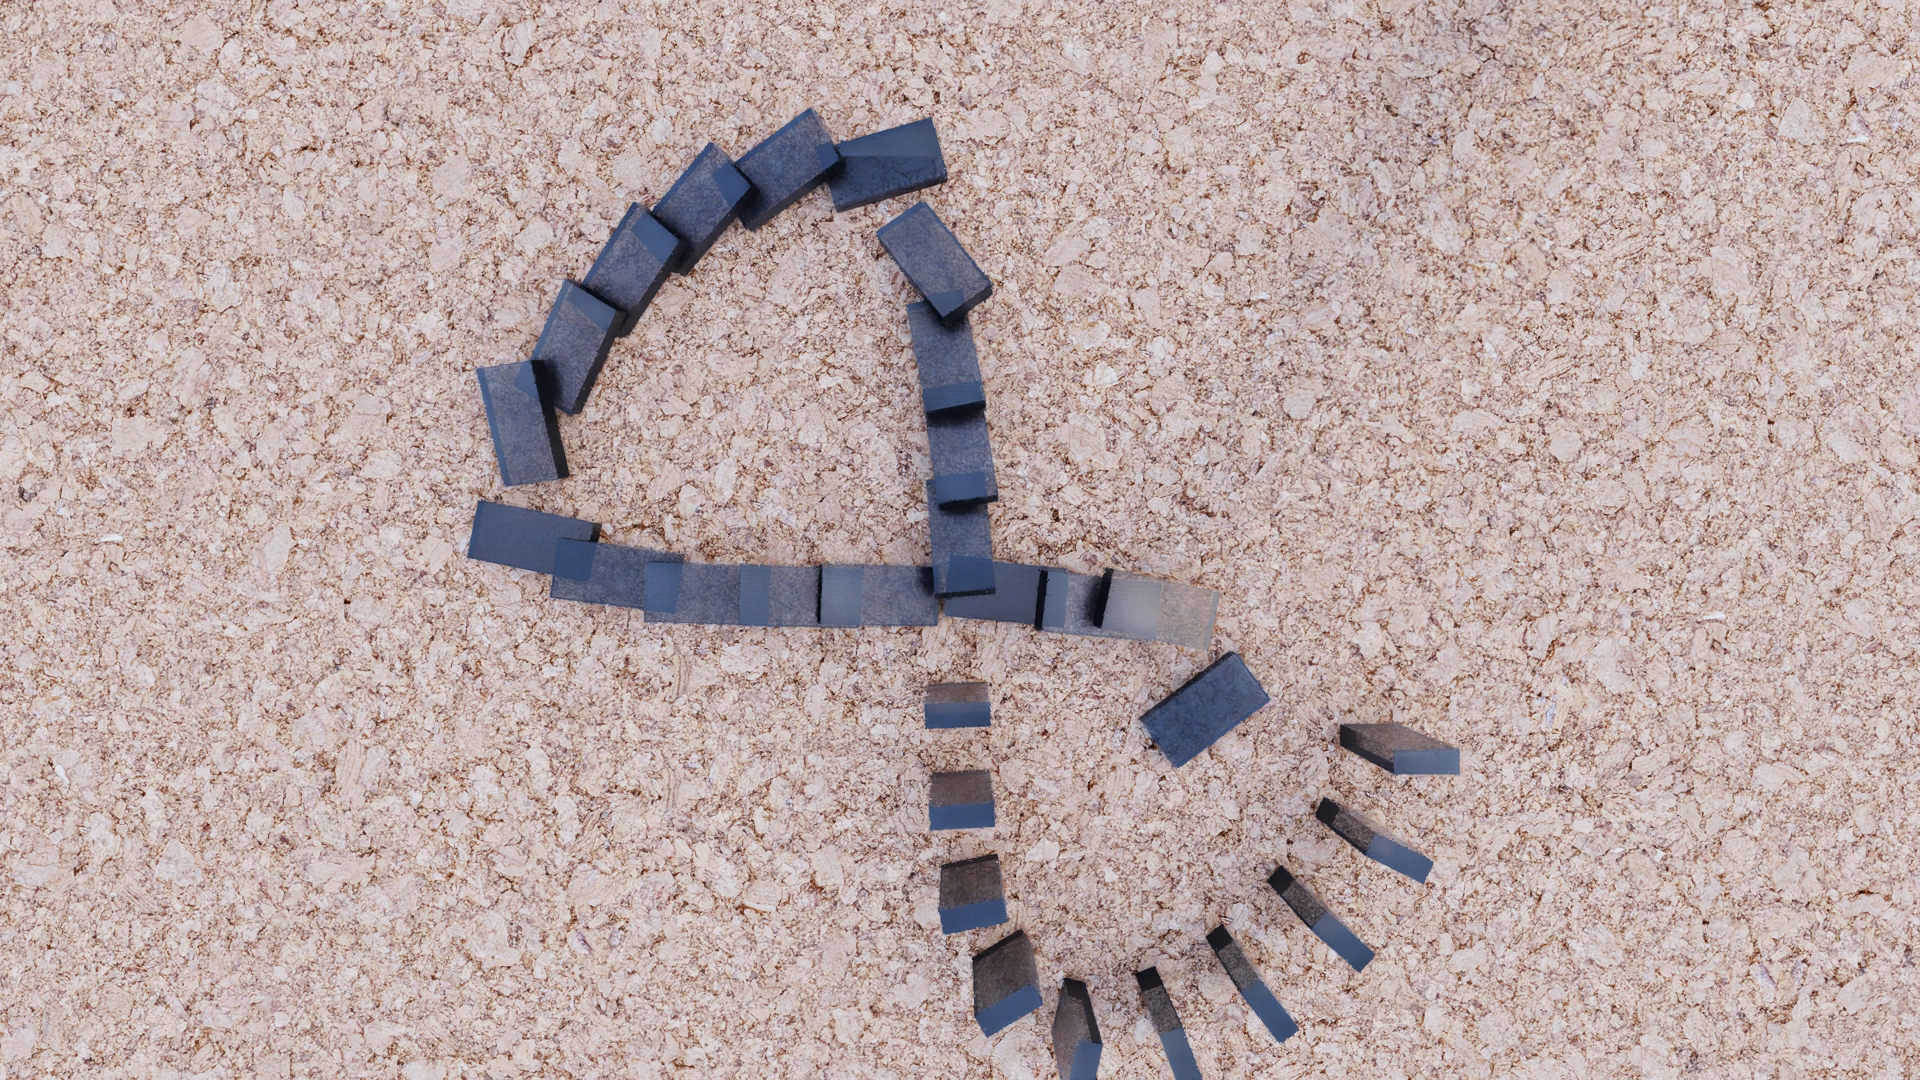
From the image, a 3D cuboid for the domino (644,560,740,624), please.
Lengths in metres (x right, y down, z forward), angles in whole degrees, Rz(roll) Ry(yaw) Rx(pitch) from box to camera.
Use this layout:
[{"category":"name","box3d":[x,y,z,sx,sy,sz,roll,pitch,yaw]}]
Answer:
[{"category":"domino","box3d":[-0.107,0.023,0.389,0.050,0.010,0.025,3,90,-15]}]

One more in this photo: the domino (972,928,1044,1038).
[{"category":"domino","box3d":[0.019,0.180,0.375,0.025,0.050,0.010,-31,90,0]}]

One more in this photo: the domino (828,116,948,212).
[{"category":"domino","box3d":[-0.033,-0.161,0.395,0.050,0.009,0.025,-16,90,0]}]

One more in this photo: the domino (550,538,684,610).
[{"category":"domino","box3d":[-0.145,0.015,0.389,0.050,0.010,0.025,9,90,-14]}]

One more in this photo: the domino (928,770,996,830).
[{"category":"domino","box3d":[0.001,0.106,0.375,0.025,0.050,0.010,-3,90,0]}]

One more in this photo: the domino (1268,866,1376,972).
[{"category":"domino","box3d":[0.146,0.154,0.375,0.025,0.050,0.009,41,90,0]}]

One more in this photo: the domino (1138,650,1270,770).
[{"category":"domino","box3d":[0.105,0.073,0.395,0.050,0.009,0.025,-36,90,0]}]

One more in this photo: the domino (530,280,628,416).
[{"category":"domino","box3d":[-0.164,-0.081,0.389,0.025,0.009,0.050,31,104,0]}]

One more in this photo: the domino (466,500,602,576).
[{"category":"domino","box3d":[-0.183,0.000,0.395,0.050,0.010,0.025,11,90,0]}]

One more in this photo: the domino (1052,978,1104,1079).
[{"category":"domino","box3d":[0.047,0.204,0.375,0.010,0.050,0.025,13,90,0]}]

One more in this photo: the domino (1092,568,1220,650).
[{"category":"domino","box3d":[0.083,0.029,0.386,0.050,0.009,0.025,13,88,-14]}]

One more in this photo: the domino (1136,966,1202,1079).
[{"category":"domino","box3d":[0.085,0.199,0.375,0.009,0.050,0.025,-21,90,0]}]

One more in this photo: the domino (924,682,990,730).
[{"category":"domino","box3d":[-0.001,0.067,0.375,0.025,0.050,0.010,-2,90,0]}]

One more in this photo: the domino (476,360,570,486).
[{"category":"domino","box3d":[-0.185,-0.049,0.389,0.025,0.009,0.050,-7,101,9]}]

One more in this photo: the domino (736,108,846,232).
[{"category":"domino","box3d":[-0.076,-0.157,0.389,0.050,0.009,0.025,-29,90,14]}]

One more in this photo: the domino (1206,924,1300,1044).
[{"category":"domino","box3d":[0.118,0.180,0.375,0.010,0.050,0.025,-38,90,0]}]

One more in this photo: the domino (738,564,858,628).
[{"category":"domino","box3d":[-0.068,0.024,0.389,0.050,0.010,0.025,3,90,-14]}]

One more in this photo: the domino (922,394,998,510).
[{"category":"domino","box3d":[0.000,-0.039,0.389,0.025,0.009,0.050,-9,75,0]}]

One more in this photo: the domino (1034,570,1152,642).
[{"category":"domino","box3d":[0.058,0.028,0.389,0.050,0.010,0.025,7,90,-15]}]

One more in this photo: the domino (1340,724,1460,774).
[{"category":"domino","box3d":[0.178,0.085,0.375,0.025,0.050,0.009,0,90,0]}]

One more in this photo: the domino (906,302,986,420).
[{"category":"domino","box3d":[-0.006,-0.078,0.389,0.025,0.010,0.050,-11,76,0]}]

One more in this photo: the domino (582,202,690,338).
[{"category":"domino","box3d":[-0.140,-0.114,0.389,0.025,0.009,0.050,40,105,0]}]

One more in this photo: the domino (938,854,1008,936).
[{"category":"domino","box3d":[0.005,0.144,0.375,0.025,0.050,0.009,-12,90,0]}]

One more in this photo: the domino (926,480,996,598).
[{"category":"domino","box3d":[0.000,-0.001,0.388,0.025,0.010,0.050,-5,73,0]}]

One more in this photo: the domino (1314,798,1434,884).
[{"category":"domino","box3d":[0.168,0.122,0.375,0.025,0.050,0.010,26,90,0]}]

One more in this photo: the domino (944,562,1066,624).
[{"category":"domino","box3d":[0.019,0.022,0.395,0.050,0.009,0.025,6,90,0]}]

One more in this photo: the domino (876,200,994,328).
[{"category":"domino","box3d":[-0.011,-0.118,0.389,0.025,0.010,0.050,-36,77,-3]}]

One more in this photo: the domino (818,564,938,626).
[{"category":"domino","box3d":[-0.034,0.023,0.388,0.050,0.009,0.025,2,90,-17]}]

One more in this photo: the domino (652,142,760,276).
[{"category":"domino","box3d":[-0.112,-0.140,0.389,0.050,0.010,0.025,-42,90,15]}]
